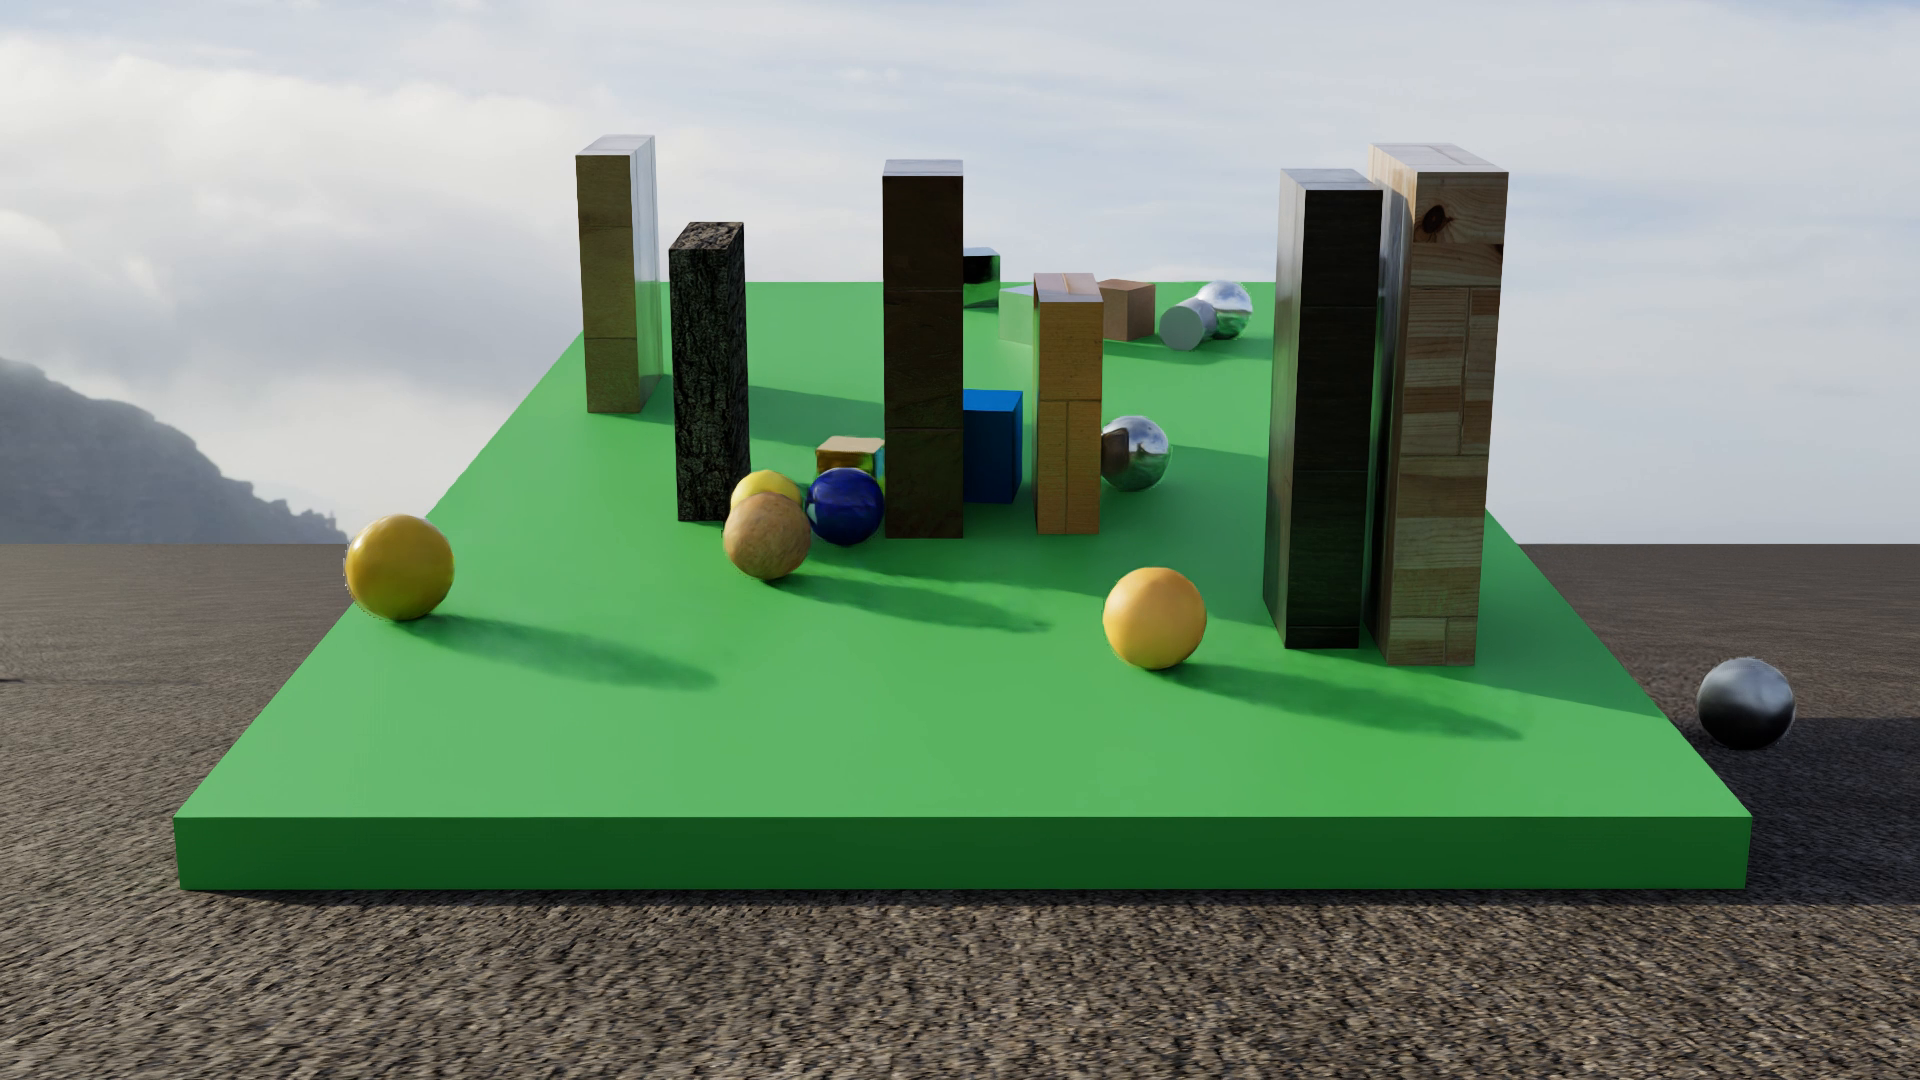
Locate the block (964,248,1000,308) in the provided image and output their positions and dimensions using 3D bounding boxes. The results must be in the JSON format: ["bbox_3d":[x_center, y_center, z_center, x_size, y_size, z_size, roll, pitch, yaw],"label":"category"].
[{"bbox_3d":[0.027,-0.743,6.269,0.147,0.147,0.147,-3,17,-10],"label":"block"}]

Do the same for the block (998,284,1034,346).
[{"bbox_3d":[0.192,-0.588,5.771,0.129,0.129,0.129,-14,22,-40],"label":"block"}]

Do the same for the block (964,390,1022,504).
[{"bbox_3d":[0.022,-0.184,4.302,0.181,0.181,0.181,2,16,7],"label":"block"}]

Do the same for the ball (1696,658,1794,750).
[{"bbox_3d":[1.661,0.347,4.680,0.195,0.195,0.195,0,0,0],"label":"ball"}]

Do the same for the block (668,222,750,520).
[{"bbox_3d":[-0.473,-0.328,4.210,0.104,0.507,0.347,0,16,0],"label":"block"}]

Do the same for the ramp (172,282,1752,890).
[{"bbox_3d":[-0.002,-0.164,4.733,2.000,0.100,4.000,0,16,0],"label":"ramp"}]

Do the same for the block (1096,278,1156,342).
[{"bbox_3d":[0.421,-0.606,5.825,0.134,0.134,0.134,12,20,36],"label":"block"}]

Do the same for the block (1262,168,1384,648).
[{"bbox_3d":[0.560,-0.208,3.448,0.114,0.707,0.258,0,16,0],"label":"block"}]

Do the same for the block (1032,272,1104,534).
[{"bbox_3d":[0.197,-0.260,4.122,0.113,0.428,0.312,0,16,0],"label":"block"}]

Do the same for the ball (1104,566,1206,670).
[{"bbox_3d":[0.293,0.117,3.323,0.155,0.155,0.155,0,0,0],"label":"ball"}]

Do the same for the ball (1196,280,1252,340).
[{"bbox_3d":[0.684,-0.600,5.768,0.156,0.156,0.156,0,0,0],"label":"ball"}]

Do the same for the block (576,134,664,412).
[{"bbox_3d":[-0.778,-0.620,5.088,0.118,0.574,0.424,0,16,0],"label":"block"}]

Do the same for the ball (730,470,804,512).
[{"bbox_3d":[-0.347,-0.061,3.970,0.130,0.130,0.130,0,0,0],"label":"ball"}]

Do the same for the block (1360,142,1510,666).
[{"bbox_3d":[0.713,-0.220,3.428,0.130,0.743,0.382,0,16,0],"label":"block"}]

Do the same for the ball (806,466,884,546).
[{"bbox_3d":[-0.206,-0.061,3.949,0.142,0.142,0.142,0,0,0],"label":"ball"}]

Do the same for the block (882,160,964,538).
[{"bbox_3d":[-0.065,-0.351,4.032,0.140,0.652,0.246,0,16,0],"label":"block"}]

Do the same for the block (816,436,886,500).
[{"bbox_3d":[-0.205,-0.128,4.232,0.113,0.113,0.113,4,17,12],"label":"block"}]

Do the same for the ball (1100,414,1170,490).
[{"bbox_3d":[0.336,-0.170,4.312,0.148,0.148,0.148,0,0,0],"label":"ball"}]

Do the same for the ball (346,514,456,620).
[{"bbox_3d":[-0.895,0.043,3.540,0.171,0.171,0.171,0,0,0],"label":"ball"}]

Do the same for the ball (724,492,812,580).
[{"bbox_3d":[-0.327,-0.007,3.756,0.149,0.149,0.149,0,0,0],"label":"ball"}]
